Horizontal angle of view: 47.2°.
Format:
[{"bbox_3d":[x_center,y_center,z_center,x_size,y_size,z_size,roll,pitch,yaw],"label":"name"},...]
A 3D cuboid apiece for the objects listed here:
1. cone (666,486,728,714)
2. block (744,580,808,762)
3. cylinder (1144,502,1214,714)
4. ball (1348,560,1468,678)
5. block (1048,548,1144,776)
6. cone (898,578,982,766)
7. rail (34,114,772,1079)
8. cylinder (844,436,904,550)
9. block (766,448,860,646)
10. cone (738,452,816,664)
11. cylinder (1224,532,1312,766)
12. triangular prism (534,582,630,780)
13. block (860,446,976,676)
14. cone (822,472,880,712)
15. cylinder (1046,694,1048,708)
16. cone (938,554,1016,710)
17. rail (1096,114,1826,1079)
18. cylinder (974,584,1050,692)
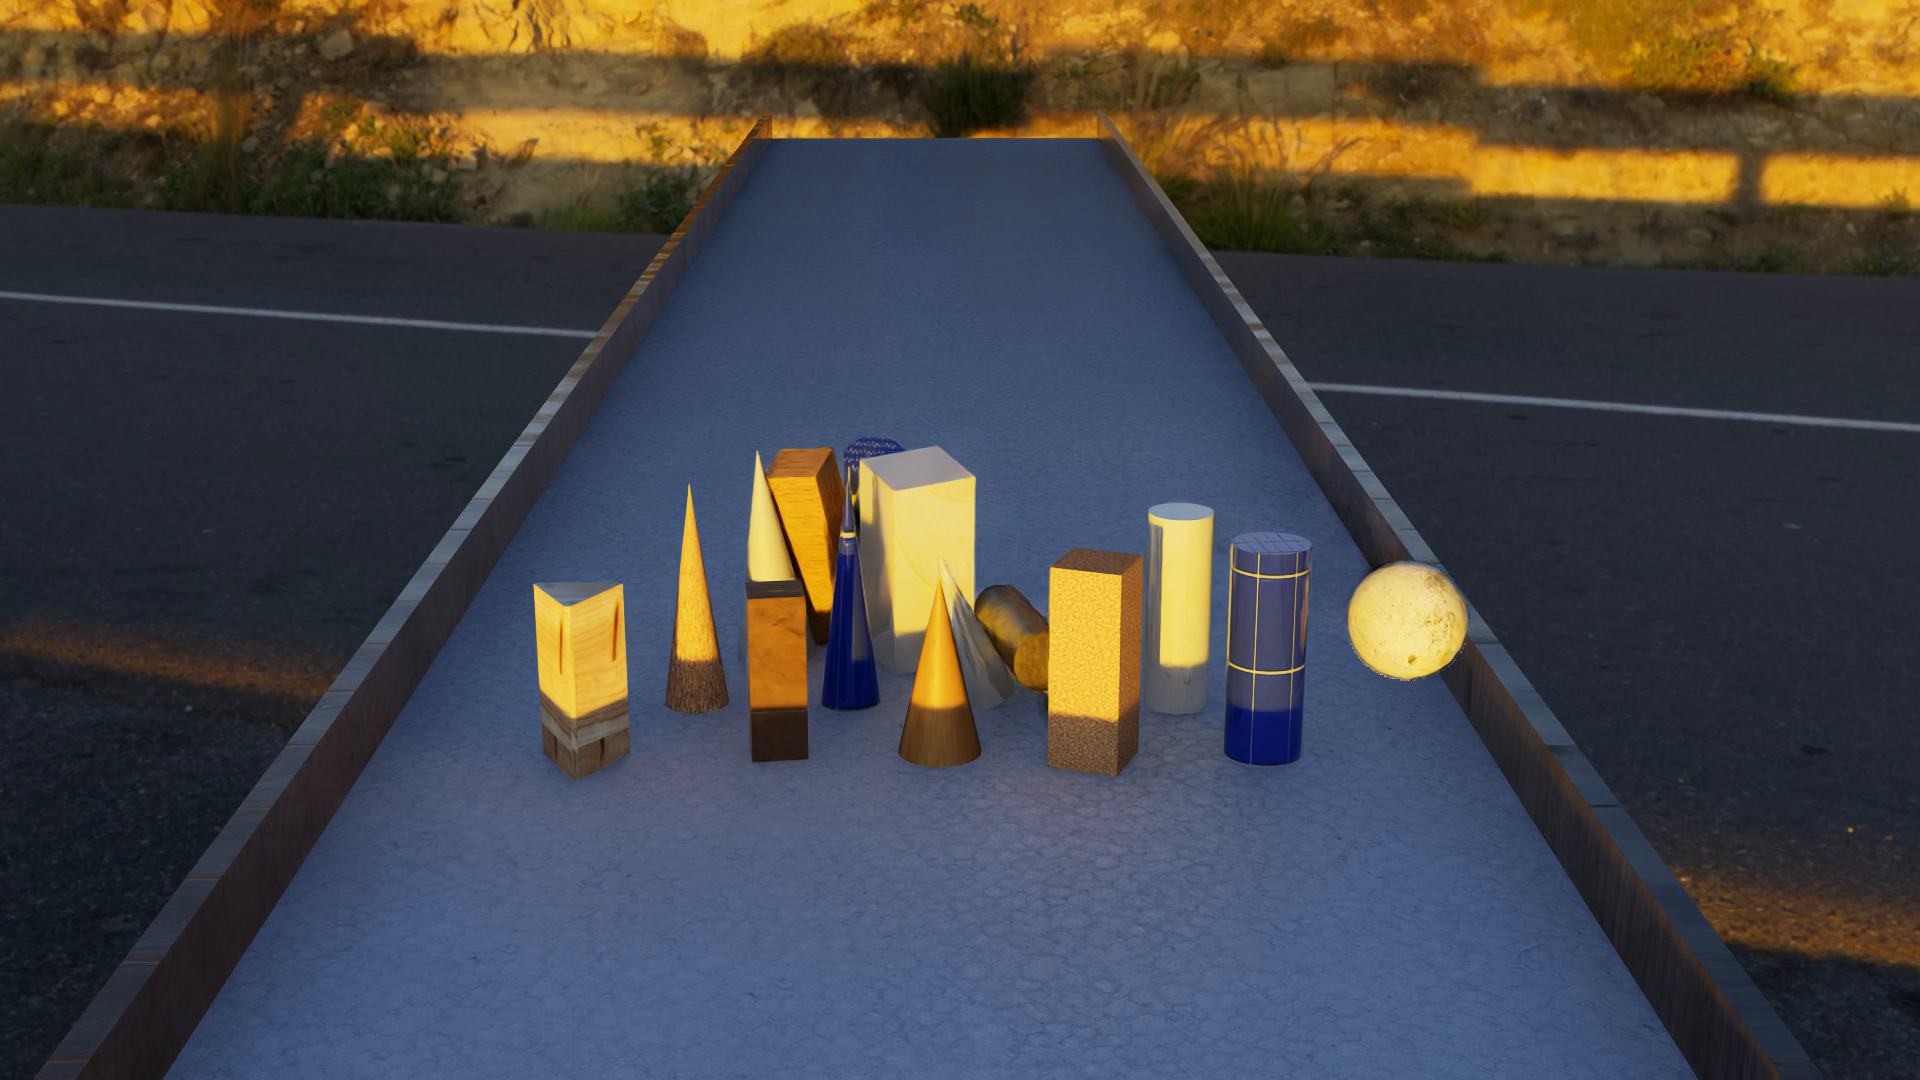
[{"bbox_3d":[-0.501,0.101,4.128,0.121,0.432,0.121,0,17,0],"label":"cone"},{"bbox_3d":[-0.326,0.232,3.912,0.100,0.304,0.100,-2,17,-8],"label":"block"},{"bbox_3d":[0.411,0.128,4.133,0.123,0.378,0.123,0,17,0],"label":"cylinder"},{"bbox_3d":[0.810,0.144,3.982,0.213,0.213,0.213,0,17,0],"label":"ball"},{"bbox_3d":[0.238,0.213,3.865,0.128,0.368,0.128,6,18,20],"label":"block"},{"bbox_3d":[-0.036,0.221,3.905,0.150,0.330,0.150,0,17,0],"label":"cone"},{"bbox_3d":[-1.118,-0.838,7.780,0.050,0.150,12.000,0,17,-1],"label":"rail"},{"bbox_3d":[-0.179,-0.013,4.518,0.123,0.418,0.123,2,42,-2],"label":"cylinder"},{"bbox_3d":[-0.281,0.017,4.424,0.112,0.401,0.112,-1,33,19],"label":"block"},{"bbox_3d":[-0.380,0.024,4.344,0.160,0.438,0.160,-3,24,1],"label":"cone"},{"bbox_3d":[0.543,0.193,3.891,0.139,0.391,0.139,0,17,0],"label":"cylinder"},{"bbox_3d":[-0.649,0.237,3.871,0.132,0.318,0.153,-10,19,-30],"label":"triangular prism"},{"bbox_3d":[-0.086,0.040,4.345,0.170,0.397,0.170,-11,28,-23],"label":"block"},{"bbox_3d":[-0.208,0.089,4.127,0.113,0.456,0.113,0,17,0],"label":"cone"},{"bbox_3d":[0.224,0.248,4.207,0.107,0.107,0.354,1,17,4],"label":"cylinder"},{"bbox_3d":[0.006,0.156,4.108,0.113,0.319,0.113,-14,30,8],"label":"cone"},{"bbox_3d":[0.932,-0.844,7.801,0.050,0.150,12.000,0,17,-1],"label":"rail"},{"bbox_3d":[0.116,0.182,4.188,0.109,0.109,0.424,-3,11,-9],"label":"cylinder"}]
